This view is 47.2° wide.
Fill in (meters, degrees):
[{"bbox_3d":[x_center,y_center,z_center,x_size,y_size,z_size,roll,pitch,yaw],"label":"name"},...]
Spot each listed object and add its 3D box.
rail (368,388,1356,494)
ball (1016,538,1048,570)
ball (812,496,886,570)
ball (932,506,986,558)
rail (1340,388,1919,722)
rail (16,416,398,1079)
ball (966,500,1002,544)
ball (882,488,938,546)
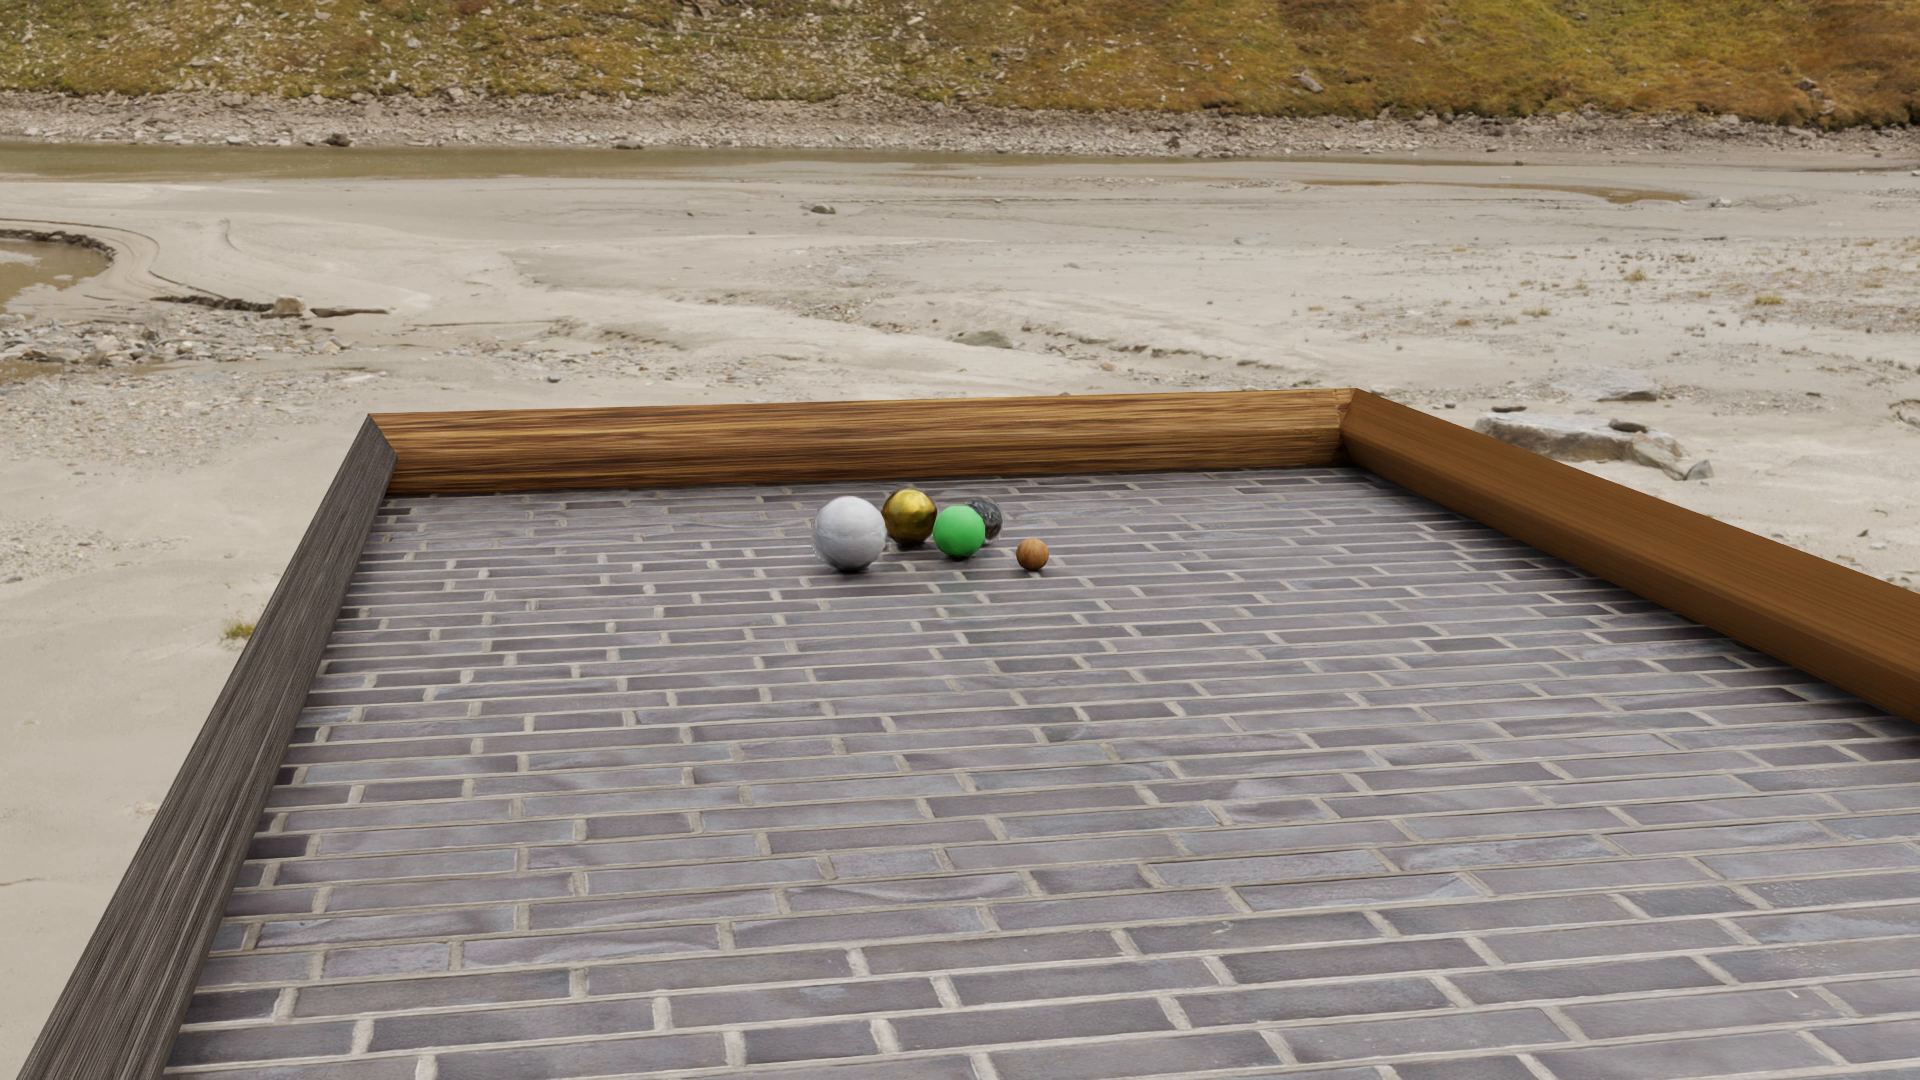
[{"bbox_3d":[-0.123,-0.161,3.599,1.640,0.129,0.045,-2,12,-10],"label":"rail"},{"bbox_3d":[0.097,0.019,2.939,0.044,0.044,0.044,0,12,0],"label":"ball"},{"bbox_3d":[-0.147,-0.009,2.934,0.099,0.099,0.099,0,12,0],"label":"ball"},{"bbox_3d":[-0.001,-0.012,3.018,0.072,0.072,0.072,0,12,0],"label":"ball"},{"bbox_3d":[0.910,0.078,2.434,0.045,0.129,2.765,-2,12,-10],"label":"rail"},{"bbox_3d":[-0.655,0.137,2.147,0.045,0.129,2.765,-2,12,-10],"label":"rail"},{"bbox_3d":[0.028,-0.025,3.105,0.063,0.063,0.063,0,12,0],"label":"ball"},{"bbox_3d":[-0.071,-0.033,3.100,0.080,0.080,0.080,0,12,0],"label":"ball"}]
